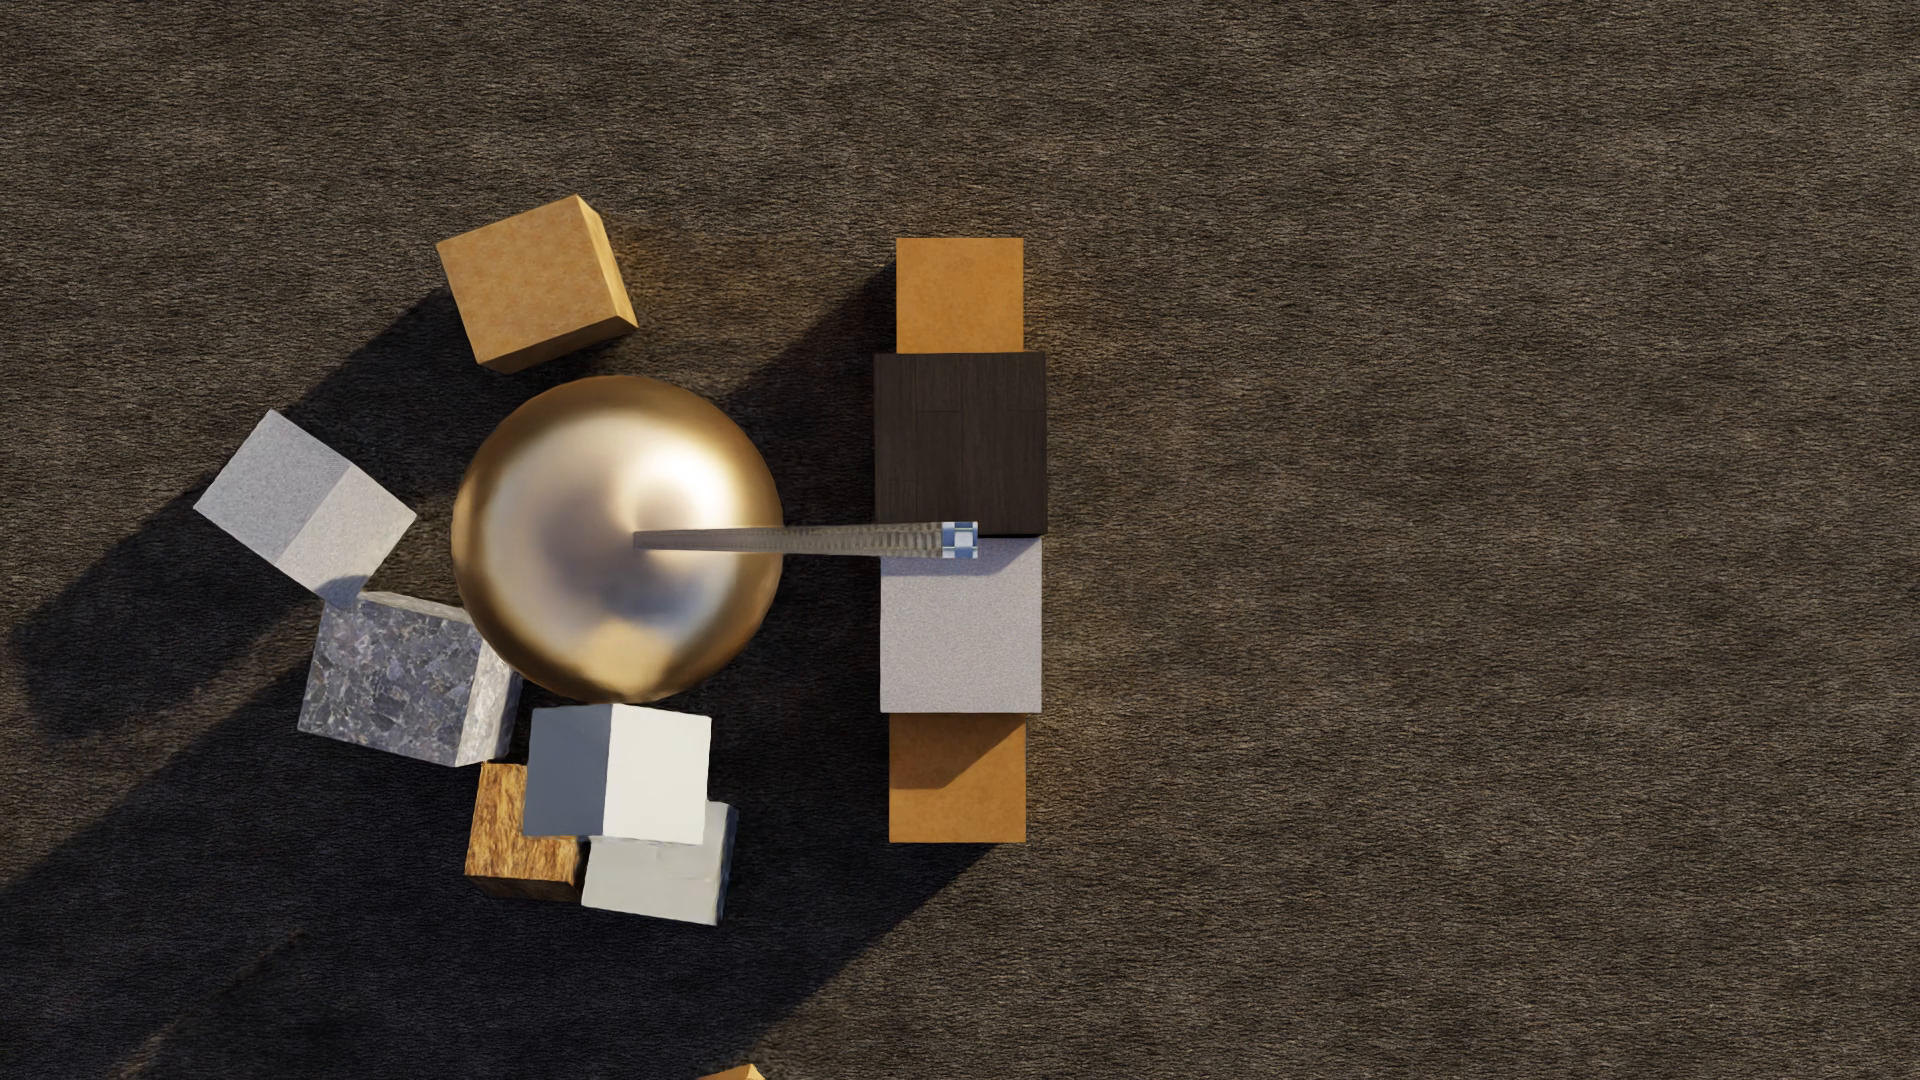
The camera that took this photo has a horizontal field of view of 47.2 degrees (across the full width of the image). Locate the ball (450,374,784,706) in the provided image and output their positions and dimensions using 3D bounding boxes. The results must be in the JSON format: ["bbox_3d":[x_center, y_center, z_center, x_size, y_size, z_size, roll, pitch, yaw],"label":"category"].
[{"bbox_3d":[-1.648,0.000,10.647,1.600,1.600,1.600,0,90,0],"label":"ball"}]

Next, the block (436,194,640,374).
[{"bbox_3d":[-2.403,-1.446,12.598,0.825,0.805,0.709,-19,90,0],"label":"block"}]

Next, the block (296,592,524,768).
[{"bbox_3d":[-3.069,0.773,12.500,0.922,0.895,0.782,12,90,7],"label":"block"}]

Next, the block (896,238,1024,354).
[{"bbox_3d":[0.000,-1.355,12.628,0.706,0.745,0.657,0,90,0],"label":"block"}]

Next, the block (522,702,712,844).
[{"bbox_3d":[-1.565,1.078,10.035,0.610,0.561,0.580,-8,75,44],"label":"block"}]

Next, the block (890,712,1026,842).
[{"bbox_3d":[-0.014,1.320,12.624,0.759,0.752,0.729,0,90,0],"label":"block"}]

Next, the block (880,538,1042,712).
[{"bbox_3d":[0.006,0.469,12.544,0.884,0.913,0.958,0,90,0],"label":"block"}]

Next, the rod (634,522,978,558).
[{"bbox_3d":[-0.714,0.000,7.377,0.080,5.200,0.080,0,90,-16],"label":"rod"}]

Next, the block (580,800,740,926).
[{"bbox_3d":[-1.704,1.817,12.598,0.718,0.672,0.676,8,79,1],"label":"block"}]

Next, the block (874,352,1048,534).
[{"bbox_3d":[0.004,-0.525,12.501,0.940,0.997,0.993,-1,90,0],"label":"block"}]

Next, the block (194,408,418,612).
[{"bbox_3d":[-3.306,-0.144,11.141,0.628,0.653,0.624,30,79,26],"label":"block"}]

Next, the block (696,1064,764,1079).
[{"bbox_3d":[-1.076,2.851,10.439,0.410,0.420,0.493,-21,118,24],"label":"block"}]

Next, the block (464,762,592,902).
[{"bbox_3d":[-2.421,1.678,12.573,0.587,0.572,0.647,3,69,5],"label":"block"}]
